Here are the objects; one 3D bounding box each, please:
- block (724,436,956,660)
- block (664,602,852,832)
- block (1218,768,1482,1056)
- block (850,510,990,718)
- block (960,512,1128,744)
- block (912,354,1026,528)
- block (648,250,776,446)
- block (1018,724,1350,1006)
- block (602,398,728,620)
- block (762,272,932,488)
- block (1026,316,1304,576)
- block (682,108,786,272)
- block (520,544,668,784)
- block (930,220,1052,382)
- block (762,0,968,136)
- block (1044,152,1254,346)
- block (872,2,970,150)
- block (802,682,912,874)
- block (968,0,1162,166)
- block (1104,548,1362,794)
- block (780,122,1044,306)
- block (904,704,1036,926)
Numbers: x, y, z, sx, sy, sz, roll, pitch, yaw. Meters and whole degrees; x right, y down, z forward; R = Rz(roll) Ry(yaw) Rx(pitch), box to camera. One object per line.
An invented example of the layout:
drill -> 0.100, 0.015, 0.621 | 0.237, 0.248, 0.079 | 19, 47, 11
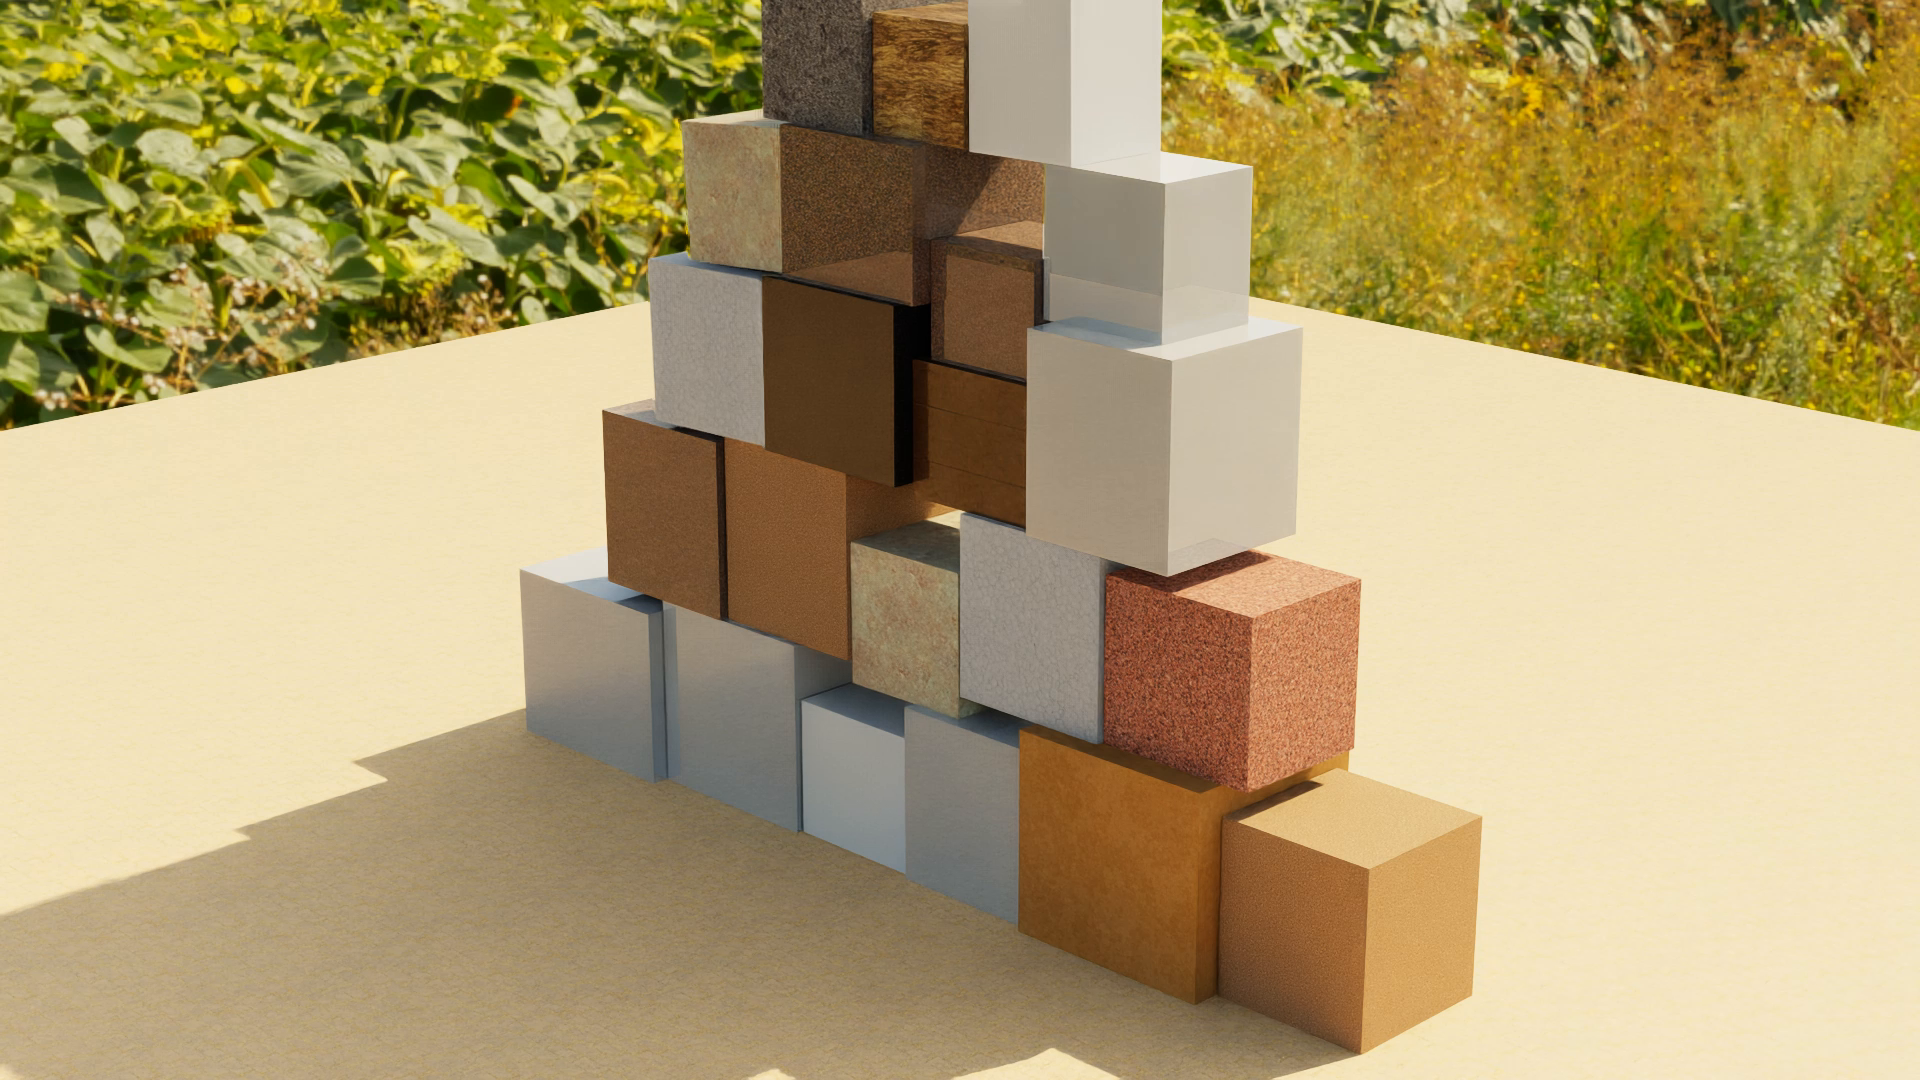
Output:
block -> -0.517, -0.058, 13.865 | 0.828, 0.916, 0.834 | -17, 24, -42
block -> -0.798, 0.748, 14.397 | 0.881, 0.941, 0.954 | -17, 24, -42
block -> 1.611, 1.521, 12.154 | 0.758, 0.811, 0.751 | -17, 24, -42
block -> 0.035, 0.315, 13.426 | 0.814, 0.679, 0.688 | -17, 23, -42
block -> 0.579, 0.290, 12.850 | 0.816, 0.848, 0.819 | -17, 24, -42
block -> 0.309, -0.489, 12.868 | 0.717, 0.627, 0.742 | -17, 24, -42
block -> -0.864, -0.971, 13.943 | 0.898, 0.781, 0.796 | -17, 22, -42
block -> 0.964, 1.271, 12.723 | 0.987, 0.947, 1.017 | -17, 24, -42
block -> -1.134, -0.218, 14.434 | 0.879, 0.880, 0.852 | -17, 24, -42
block -> -0.270, -0.806, 13.357 | 0.858, 0.816, 0.905 | 17, 24, 42
block -> 0.852, -0.452, 12.294 | 0.825, 0.901, 0.795 | -17, 24, -42
block -> -0.780, -1.646, 13.639 | 0.717, 0.654, 0.681 | -17, 20, -42
block -> -1.488, 0.557, 15.102 | 1.110, 0.881, 1.034 | -17, 24, -42
block -> 0.302, -1.037, 12.684 | 0.595, 0.529, 0.615 | -17, 24, -42
block -> -0.408, -2.220, 13.067 | 0.690, 0.674, 0.650 | -17, 24, -42
block -> 0.776, -1.229, 12.162 | 0.545, 0.661, 0.659 | -17, 24, -42
block -> 0.013, -2.017, 12.674 | 0.549, 0.524, 0.553 | -17, 24, -42
block -> -0.203, 1.060, 13.861 | 0.803, 0.667, 0.723 | -17, 24, -42
block -> 0.439, -1.968, 12.285 | 0.554, 0.680, 0.587 | -17, 23, -42
block -> 1.136, 0.512, 12.298 | 0.706, 0.755, 0.789 | -17, 24, -42
block -> -0.212, -1.510, 13.084 | 0.843, 0.690, 0.816 | 17, 24, 42
block -> 0.336, 1.134, 13.344 | 0.906, 0.836, 0.748 | -17, 24, -42
